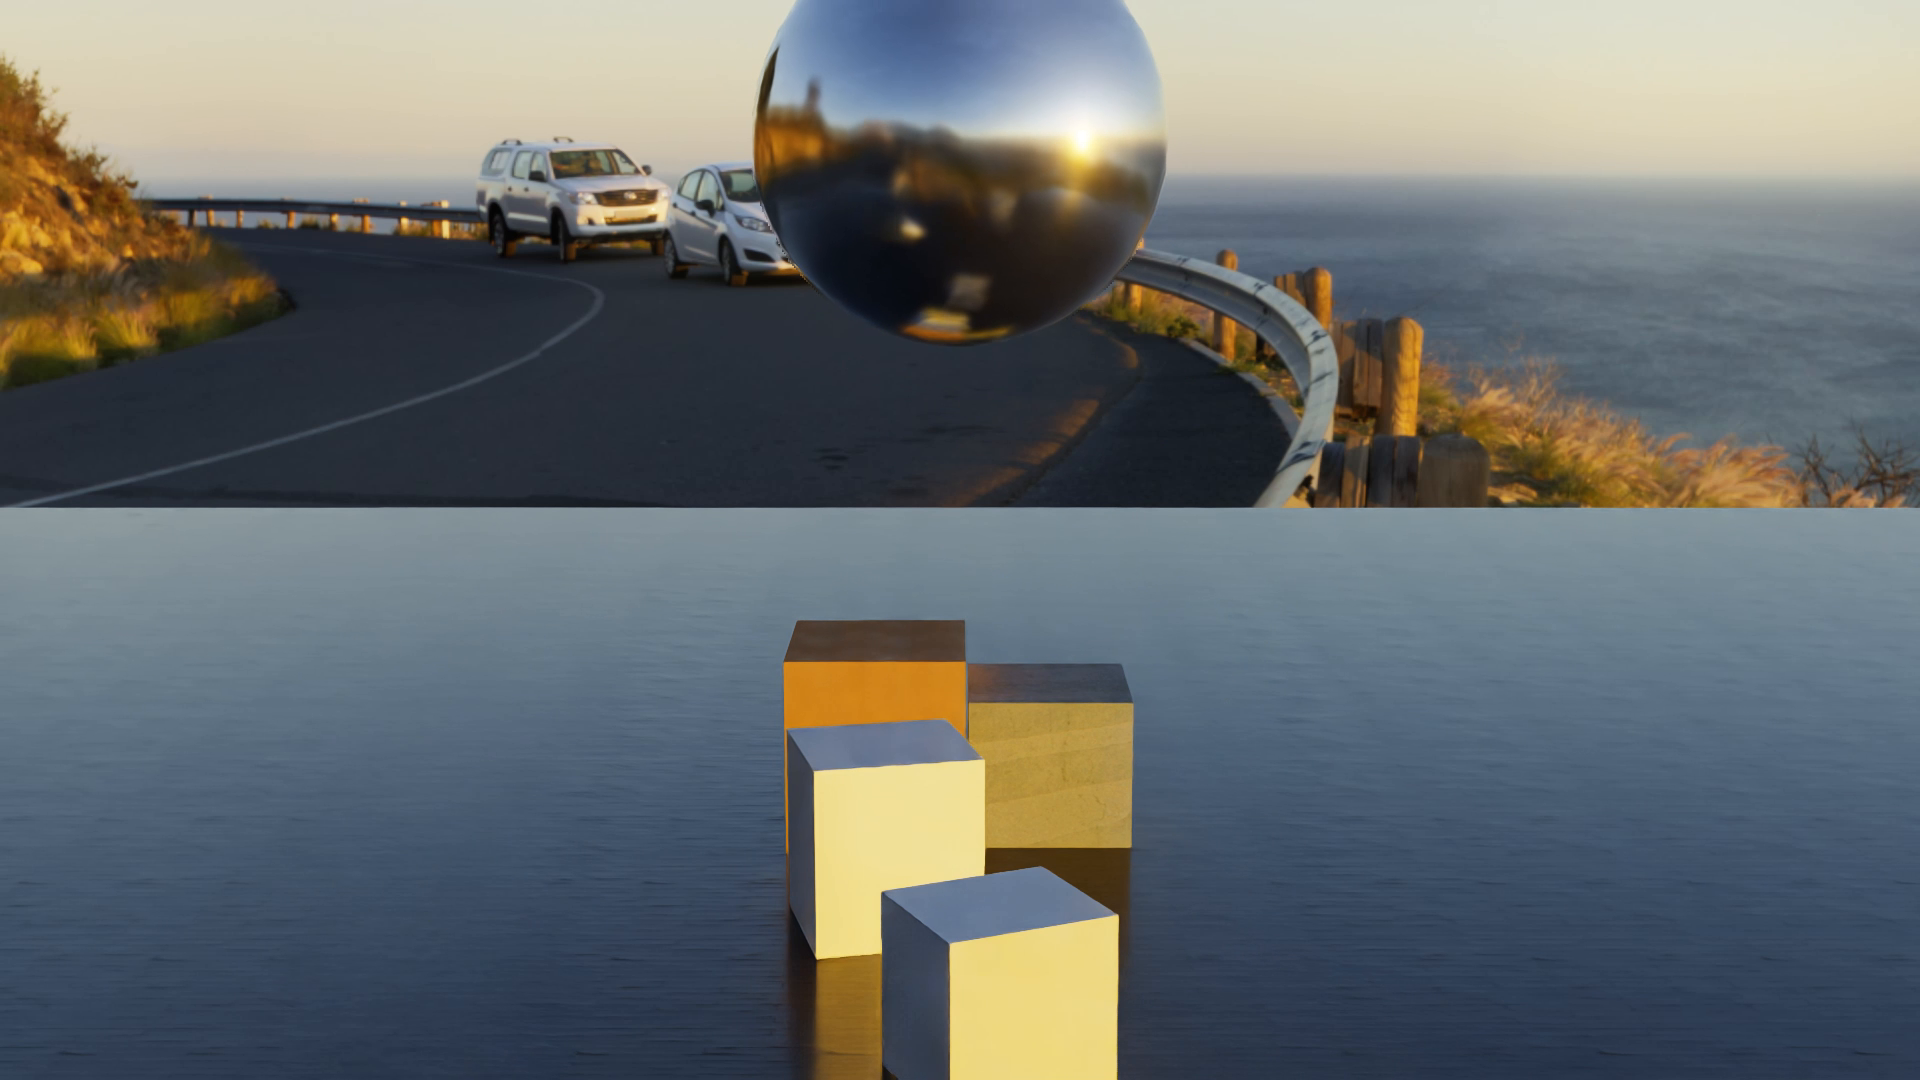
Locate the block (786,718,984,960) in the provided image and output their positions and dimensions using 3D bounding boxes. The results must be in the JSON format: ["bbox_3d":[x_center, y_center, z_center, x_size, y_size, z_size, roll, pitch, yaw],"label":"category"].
[{"bbox_3d":[-0.344,1.327,9.905,0.753,0.845,0.716,-3,11,-14],"label":"block"}]

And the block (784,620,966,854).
[{"bbox_3d":[-0.421,0.996,11.345,0.893,0.981,0.950,0,10,0],"label":"block"}]

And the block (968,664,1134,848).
[{"bbox_3d":[0.452,1.104,11.392,0.819,0.752,0.824,0,10,0],"label":"block"}]

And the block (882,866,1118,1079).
[{"bbox_3d":[0.142,1.698,8.273,0.686,0.698,0.614,-5,11,-25],"label":"block"}]

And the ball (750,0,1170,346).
[{"bbox_3d":[0.000,-1.546,8.442,1.600,1.600,1.600,0,10,0],"label":"ball"}]
